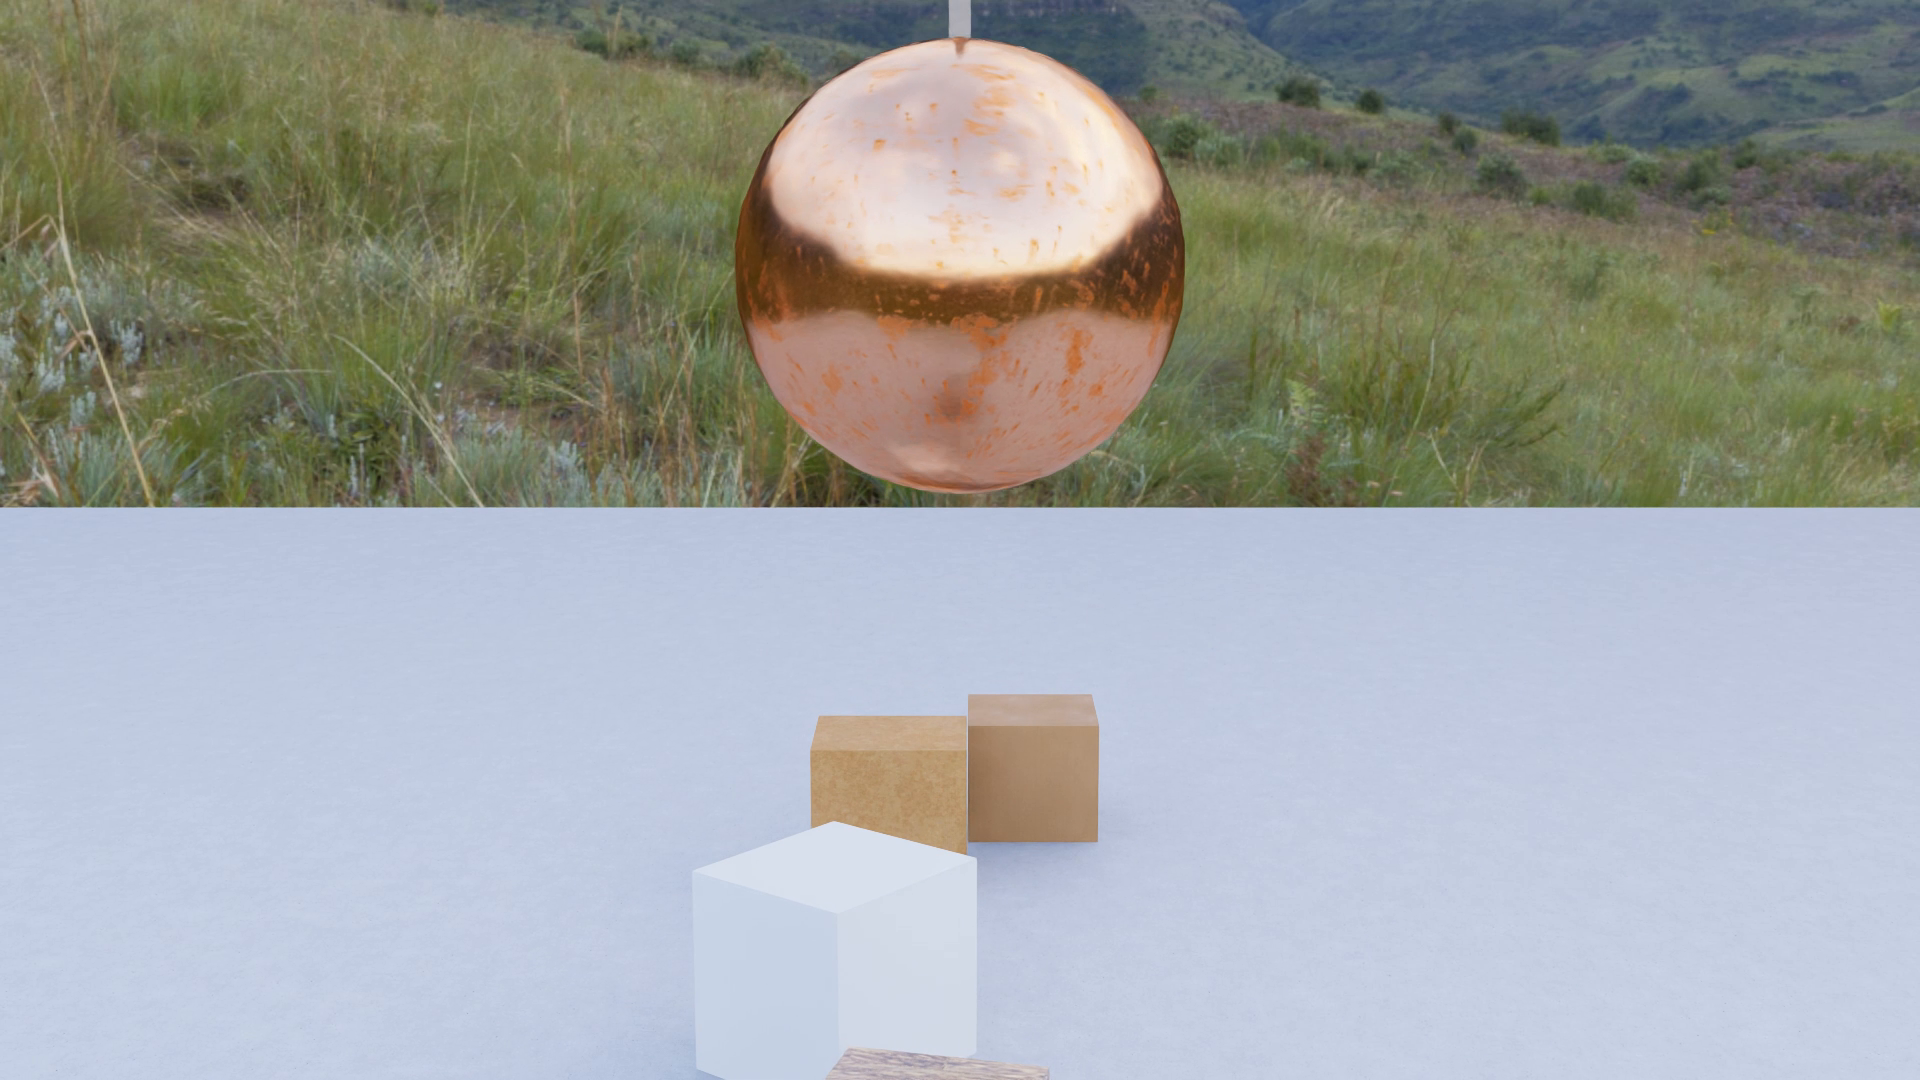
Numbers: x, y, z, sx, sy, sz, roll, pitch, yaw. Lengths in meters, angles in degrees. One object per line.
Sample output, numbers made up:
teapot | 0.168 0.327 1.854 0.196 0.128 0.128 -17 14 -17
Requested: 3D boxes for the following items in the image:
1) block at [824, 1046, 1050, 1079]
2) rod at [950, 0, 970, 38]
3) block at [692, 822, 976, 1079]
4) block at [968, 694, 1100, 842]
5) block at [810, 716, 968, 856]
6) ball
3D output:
block | -0.107 1.998 6.603 0.640 0.707 0.576 3 11 14
rod | 0.000 -4.132 9.044 0.080 5.200 0.080 0 -21 0
block | -0.473 1.623 8.428 0.739 0.792 0.793 8 13 38
block | 0.371 1.174 11.406 0.656 0.608 0.642 0 10 0
block | -0.332 1.270 10.625 0.732 0.701 0.633 0 10 0
ball | 0.000 -0.965 7.808 1.600 1.600 1.600 0 10 0
